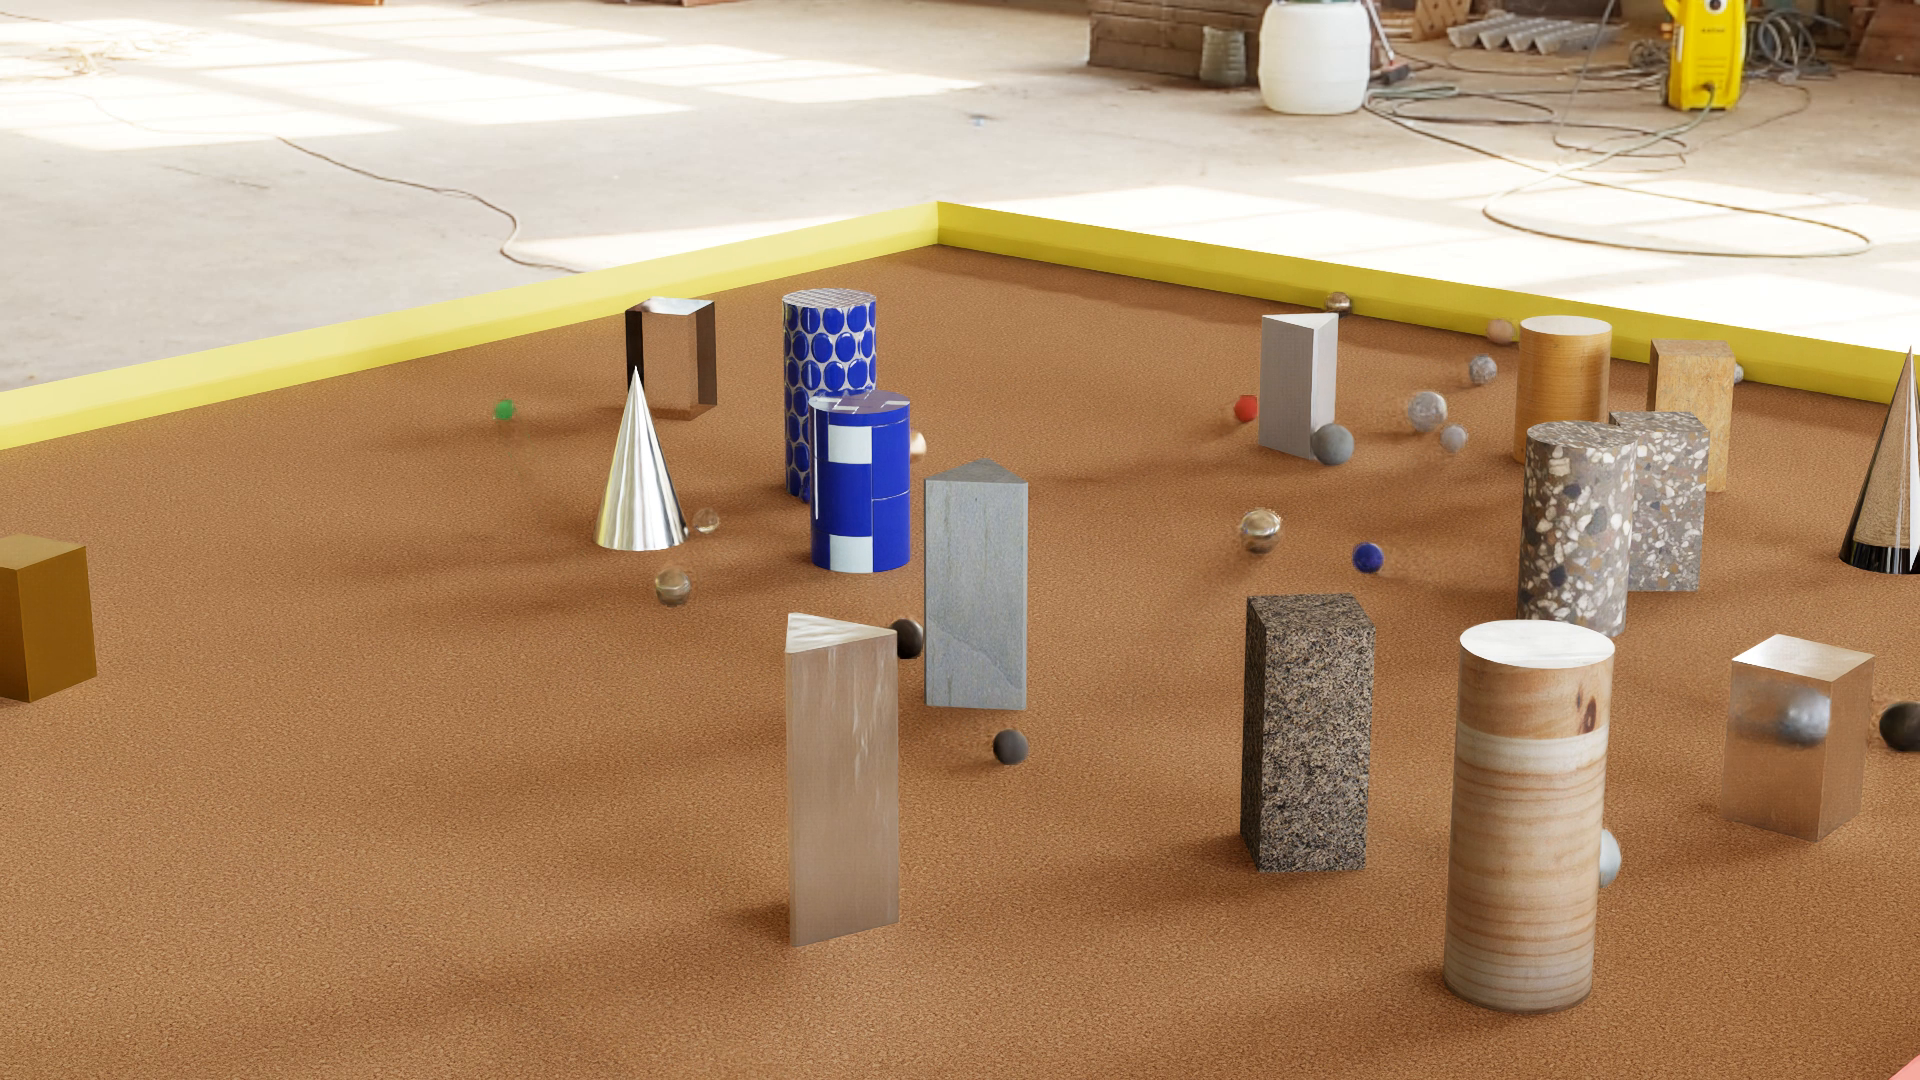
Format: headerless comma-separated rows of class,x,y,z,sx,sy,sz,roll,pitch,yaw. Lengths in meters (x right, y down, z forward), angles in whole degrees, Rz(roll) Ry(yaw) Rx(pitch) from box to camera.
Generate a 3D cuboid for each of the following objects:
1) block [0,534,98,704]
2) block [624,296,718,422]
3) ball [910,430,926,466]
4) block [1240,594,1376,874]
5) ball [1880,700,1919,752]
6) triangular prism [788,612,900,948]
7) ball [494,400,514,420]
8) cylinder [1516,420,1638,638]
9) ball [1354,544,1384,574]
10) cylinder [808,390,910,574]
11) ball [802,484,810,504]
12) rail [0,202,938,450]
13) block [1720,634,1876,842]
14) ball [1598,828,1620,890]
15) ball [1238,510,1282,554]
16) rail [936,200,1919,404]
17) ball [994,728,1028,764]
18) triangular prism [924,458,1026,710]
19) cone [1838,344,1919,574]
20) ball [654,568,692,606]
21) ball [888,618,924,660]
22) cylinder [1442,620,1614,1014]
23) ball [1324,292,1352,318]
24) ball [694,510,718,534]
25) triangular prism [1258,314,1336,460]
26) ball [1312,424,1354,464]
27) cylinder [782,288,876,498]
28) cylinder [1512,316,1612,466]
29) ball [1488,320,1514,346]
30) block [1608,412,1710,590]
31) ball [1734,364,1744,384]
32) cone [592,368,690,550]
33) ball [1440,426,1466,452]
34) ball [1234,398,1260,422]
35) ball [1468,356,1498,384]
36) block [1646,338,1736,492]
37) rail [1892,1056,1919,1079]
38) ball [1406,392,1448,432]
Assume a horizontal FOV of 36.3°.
block,-1.483,0.122,4.645,0.145,0.219,0.145,9,19,28
block,-0.621,-0.391,6.316,0.145,0.232,0.145,6,18,18
ball,-0.103,-0.187,5.916,0.073,0.073,0.073,0,17,0
block,0.468,0.260,3.971,0.145,0.345,0.145,-1,17,-5
ball,1.412,0.278,4.375,0.077,0.077,0.077,0,17,0
triangular prism,-0.180,0.299,3.758,0.157,0.395,0.136,-10,19,-30
ball,-0.976,-0.277,6.269,0.041,0.041,0.041,0,17,0
cylinder,1.032,-0.017,4.911,0.181,0.331,0.181,0,17,0
ball,0.728,0.033,5.222,0.055,0.055,0.055,0,17,0
cylinder,-0.180,-0.107,5.273,0.181,0.293,0.181,0,17,0
ball,-0.286,-0.089,5.648,0.040,0.040,0.040,0,17,0
rail,-1.575,-0.367,6.430,0.045,0.118,4.663,14,22,39
block,1.173,0.276,4.109,0.145,0.236,0.145,14,21,38
ball,0.829,0.420,3.883,0.091,0.091,0.091,0,17,0
ball,0.547,-0.015,5.337,0.080,0.080,0.080,0,17,0
rail,1.513,-0.476,6.789,4.218,0.118,0.045,14,22,39
ball,0.075,0.305,4.330,0.052,0.052,0.052,0,17,0
triangular prism,0.032,0.066,4.578,0.157,0.365,0.136,2,17,7
cone,1.684,-0.157,5.250,0.181,0.403,0.181,0,17,0
ball,-0.495,0.081,5.048,0.064,0.064,0.064,0,17,0
ball,-0.089,0.161,4.779,0.067,0.067,0.067,0,17,0
cylinder,0.688,0.335,3.558,0.181,0.442,0.181,0,17,0
ball,0.929,-0.578,7.217,0.067,0.067,0.067,0,17,0
ball,-0.473,-0.034,5.458,0.046,0.046,0.046,0,17,0
triangular prism,0.721,-0.323,6.024,0.136,0.272,0.157,-13,21,-36
ball,0.752,-0.194,5.920,0.084,0.084,0.084,0,17,0
cylinder,-0.252,-0.284,5.706,0.181,0.381,0.181,0,17,0
cylinder,1.216,-0.297,5.922,0.181,0.280,0.181,0,17,0
ball,1.281,-0.490,6.937,0.062,0.062,0.062,0,17,0
block,1.220,-0.069,5.159,0.145,0.287,0.145,0,17,1
ball,1.736,-0.375,6.580,0.047,0.047,0.047,0,17,0
cone,-0.592,-0.163,5.400,0.181,0.326,0.181,0,17,0
ball,1.012,-0.207,6.015,0.054,0.054,0.054,0,17,0
ball,0.612,-0.277,6.246,0.054,0.054,0.054,0,17,0
ball,1.172,-0.381,6.570,0.064,0.064,0.064,0,17,0
block,1.433,-0.247,5.773,0.145,0.270,0.145,2,17,7
rail,1.575,0.426,3.813,0.045,0.118,4.663,14,22,39
ball,0.983,-0.269,6.165,0.086,0.086,0.086,0,17,0
